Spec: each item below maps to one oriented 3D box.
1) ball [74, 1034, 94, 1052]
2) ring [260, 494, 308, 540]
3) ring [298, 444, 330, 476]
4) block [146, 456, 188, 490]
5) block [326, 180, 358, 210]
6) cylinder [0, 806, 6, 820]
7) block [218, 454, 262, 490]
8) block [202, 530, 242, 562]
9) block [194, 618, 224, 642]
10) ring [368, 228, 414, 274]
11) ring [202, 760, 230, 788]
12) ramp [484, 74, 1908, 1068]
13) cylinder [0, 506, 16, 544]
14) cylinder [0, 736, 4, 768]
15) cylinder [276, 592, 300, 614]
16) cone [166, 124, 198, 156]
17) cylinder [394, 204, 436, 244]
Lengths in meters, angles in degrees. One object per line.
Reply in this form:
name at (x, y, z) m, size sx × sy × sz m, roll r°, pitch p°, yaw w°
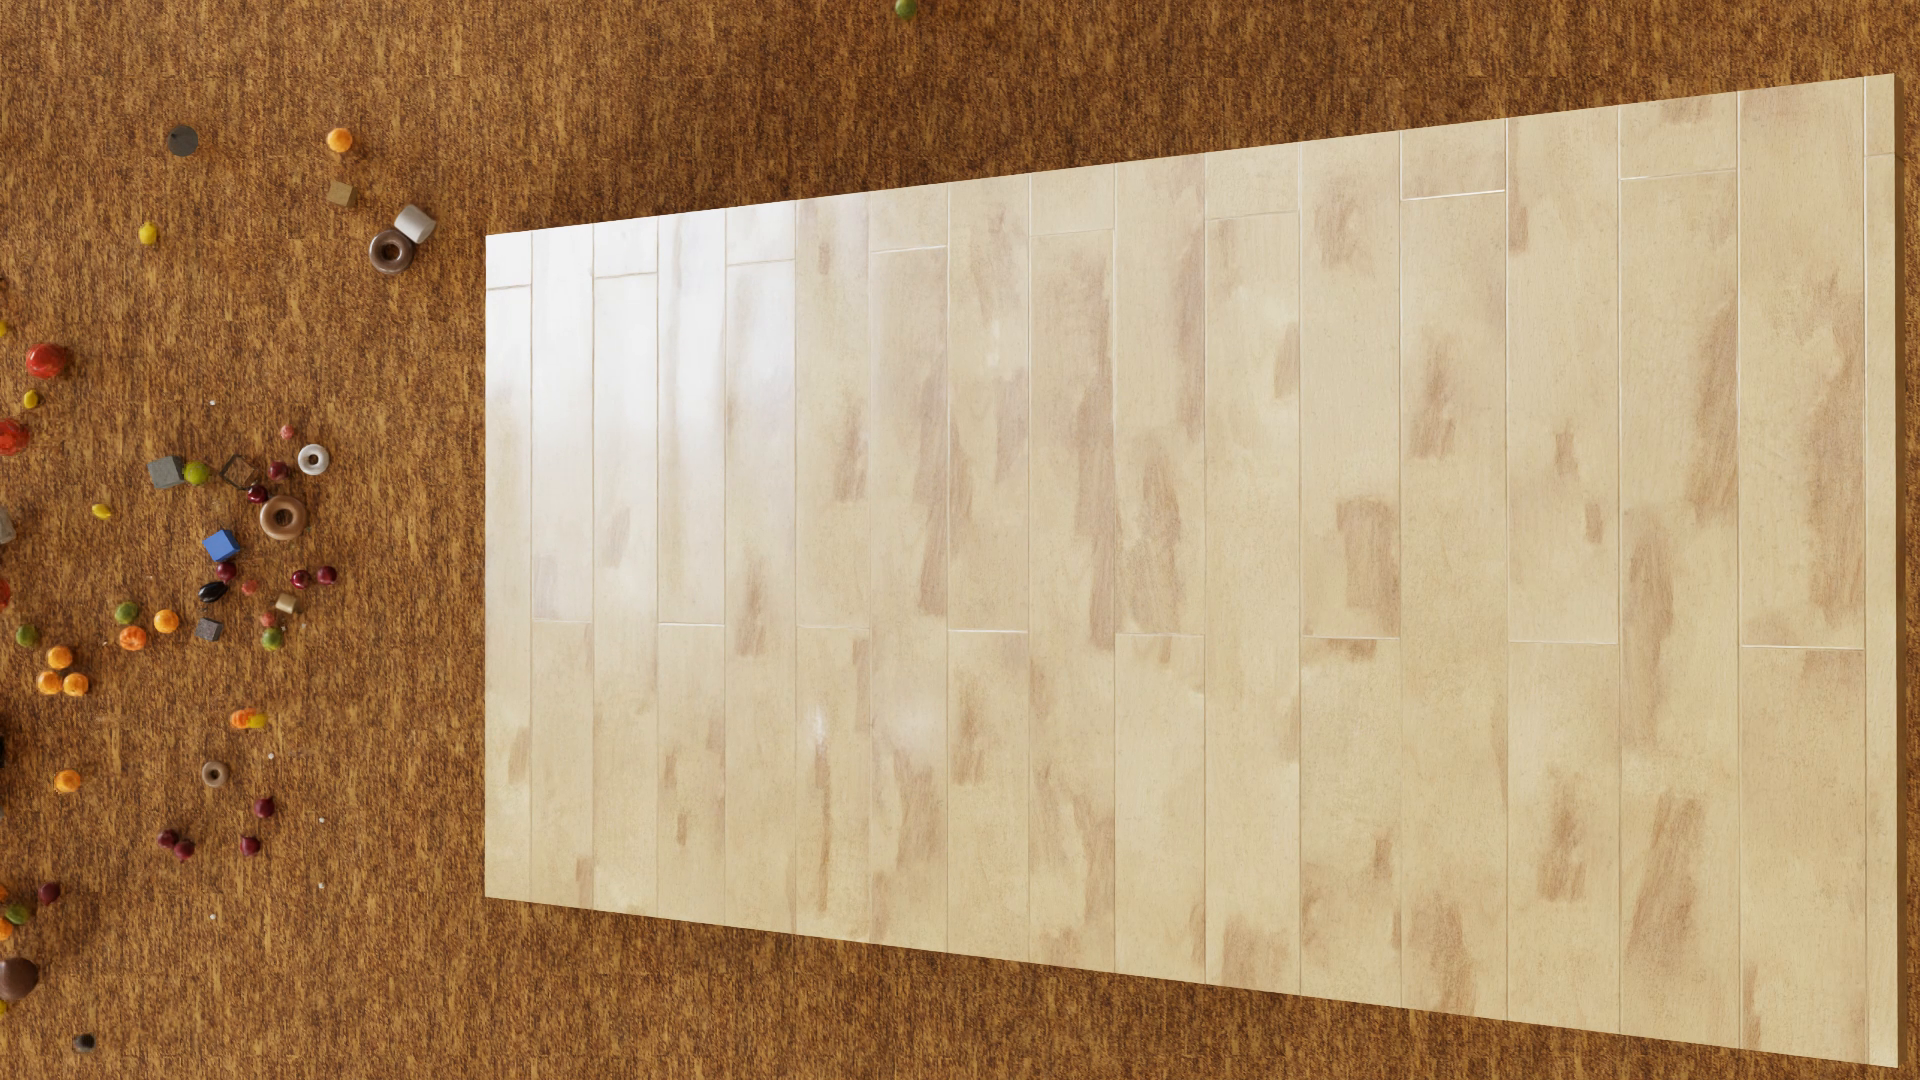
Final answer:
ball at (-2.667, 1.532, 6.699) m, size 0.056 × 0.056 × 0.056 m, roll 0°, pitch 90°, yaw 0°
ring at (-2.063, -0.069, 6.710) m, size 0.144 × 0.048 × 0.144 m, roll 2°, pitch 81°, yaw -11°
ring at (-1.977, -0.246, 6.726) m, size 0.096 × 0.032 × 0.096 m, roll 0°, pitch 88°, yaw 0°
block at (-2.414, -0.206, 6.702) m, size 0.079 × 0.079 × 0.079 m, roll -20°, pitch 90°, yaw 0°
block at (-1.886, -1.055, 6.717) m, size 0.064 × 0.064 × 0.064 m, roll 19°, pitch 90°, yaw 0°
cylinder at (-2.977, 0.841, 6.684) m, size 0.098 × 0.098 × 0.098 m, roll -44°, pitch 90°, yaw 0°
block at (-2.193, -0.206, 6.703) m, size 0.077 × 0.077 × 0.077 m, roll 36°, pitch 90°, yaw 0°
block at (-2.250, 0.017, 6.704) m, size 0.071 × 0.071 × 0.071 m, roll -31°, pitch 90°, yaw 0°
block at (-2.291, 0.273, 6.709) m, size 0.057 × 0.057 × 0.057 m, roll 20°, pitch 90°, yaw 0°
ring at (-1.738, -0.881, 6.724) m, size 0.141 × 0.047 × 0.141 m, roll 0°, pitch 91°, yaw 1°
ring at (-2.275, 0.714, 6.720) m, size 0.084 × 0.028 × 0.084 m, roll 0°, pitch 90°, yaw 1°
ramp at (0.251, 0.069, 5.581) m, size 4.000 × 0.100 × 2.000 m, roll 0°, pitch 89°, yaw 34°
cylinder at (-2.938, -0.039, 6.691) m, size 0.099 × 0.099 × 0.099 m, roll -21°, pitch 90°, yaw 0°
cylinder at (-2.957, 0.645, 6.688) m, size 0.092 × 0.092 × 0.092 m, roll 1°, pitch 90°, yaw 0°
cylinder at (-2.052, 0.194, 6.712) m, size 0.053 × 0.053 × 0.053 m, roll 22°, pitch 90°, yaw 3°
cone at (-2.387, -1.226, 6.701) m, size 0.098 × 0.098 × 0.098 m, roll 0°, pitch 90°, yaw 0°
cylinder at (-1.661, -0.964, 6.705) m, size 0.086 × 0.086 × 0.086 m, roll 38°, pitch 90°, yaw 0°
